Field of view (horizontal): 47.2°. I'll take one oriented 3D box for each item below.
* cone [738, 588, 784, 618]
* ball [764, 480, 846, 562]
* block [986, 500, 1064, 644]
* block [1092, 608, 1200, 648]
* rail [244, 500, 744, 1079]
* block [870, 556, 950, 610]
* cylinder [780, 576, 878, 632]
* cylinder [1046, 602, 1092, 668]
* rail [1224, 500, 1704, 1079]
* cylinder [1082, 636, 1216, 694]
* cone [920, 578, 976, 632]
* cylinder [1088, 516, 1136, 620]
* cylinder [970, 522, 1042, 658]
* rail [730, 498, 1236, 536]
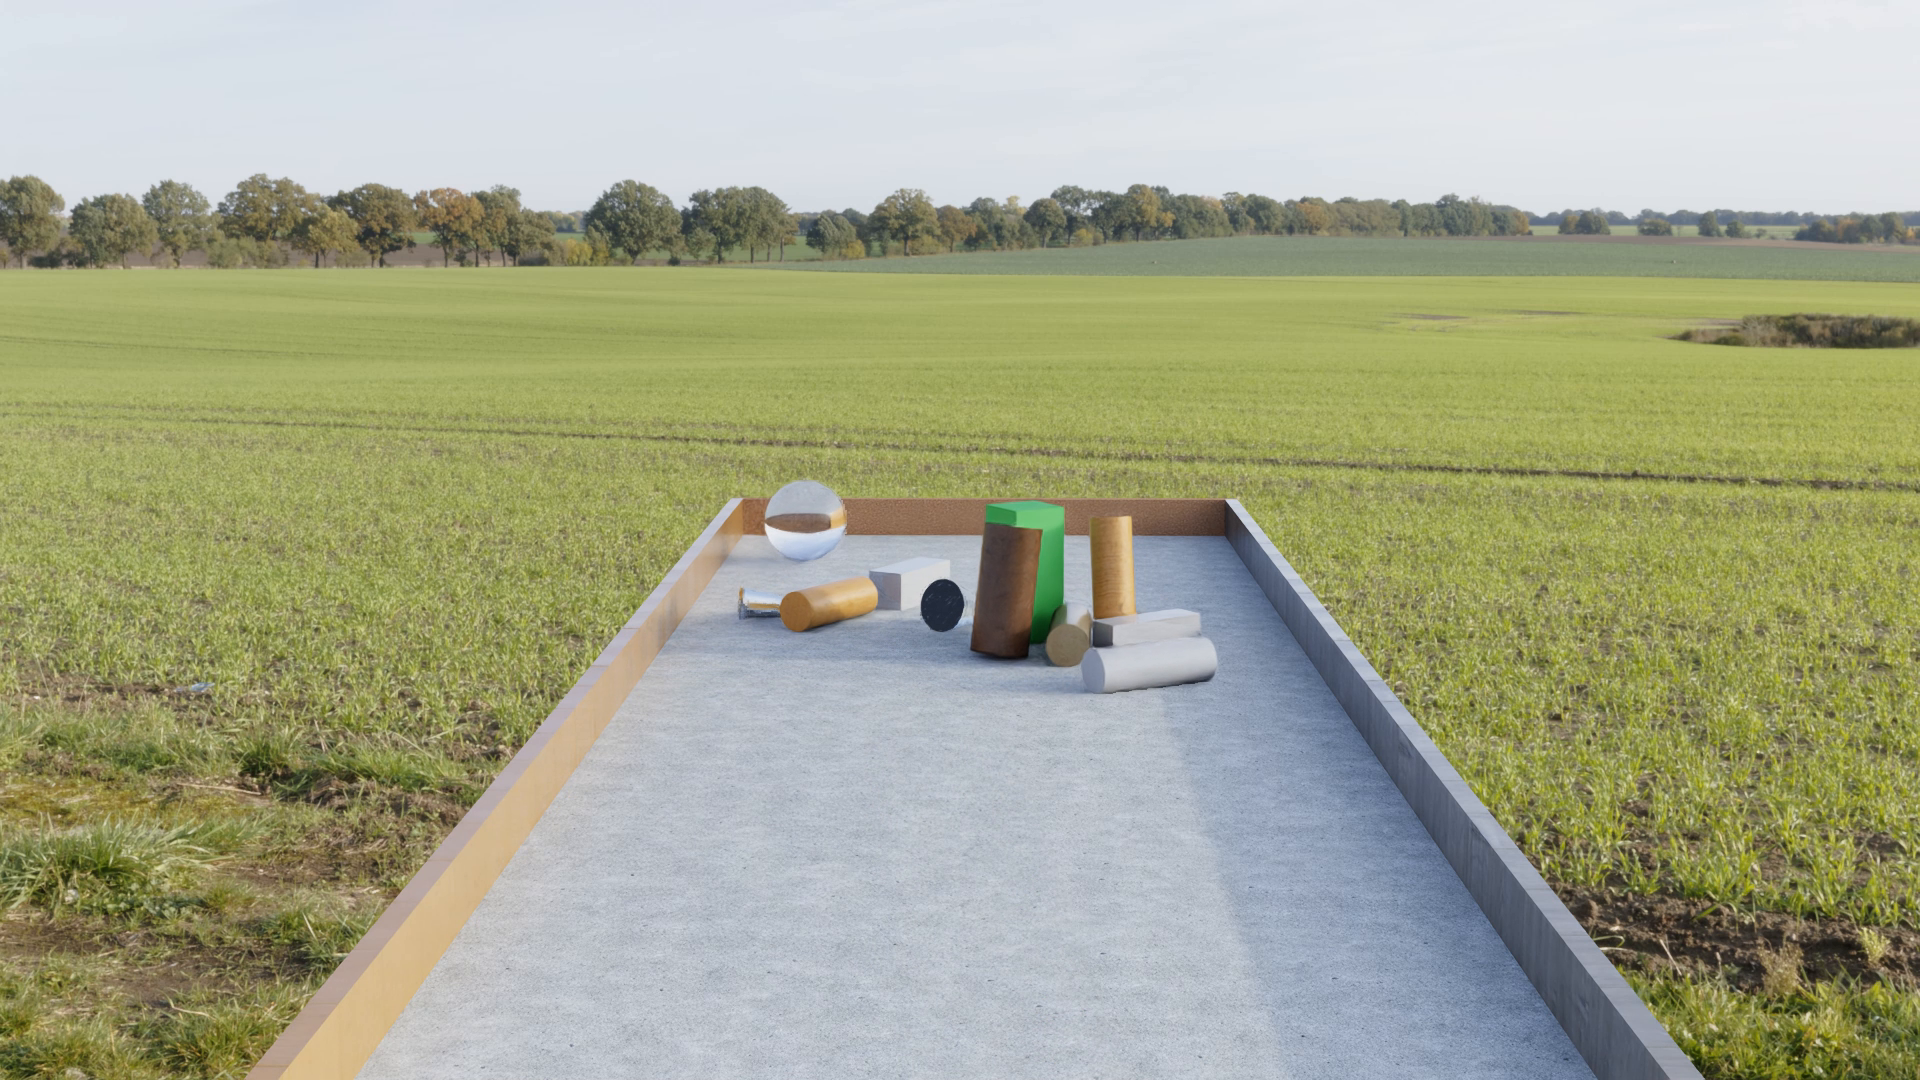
[{"bbox_3d":[-0.530,0.229,7.398,0.421,0.102,0.102,5,8,-15],"label":"cone"},{"bbox_3d":[-0.598,-0.074,8.482,0.311,0.311,0.311,0,9,0],"label":"ball"},{"bbox_3d":[0.205,0.102,6.999,0.179,0.427,0.179,-5,10,-31],"label":"block"},{"bbox_3d":[0.580,0.291,6.839,0.347,0.105,0.105,-6,11,-34],"label":"block"},{"bbox_3d":[-1.004,0.839,3.234,0.050,0.150,12.000,0,9,1],"label":"rail"},{"bbox_3d":[-0.173,0.150,7.653,0.128,0.128,0.333,5,10,29],"label":"block"},{"bbox_3d":[-0.431,0.209,7.270,0.131,0.131,0.361,6,11,34],"label":"cylinder"},{"bbox_3d":[0.338,0.288,6.773,0.131,0.131,0.368,1,9,5],"label":"cylinder"},{"bbox_3d":[1.046,0.843,3.208,0.050,0.150,12.000,0,9,1],"label":"rail"},{"bbox_3d":[0.546,0.358,6.333,0.378,0.130,0.130,-5,10,-27],"label":"cylinder"},{"bbox_3d":[0.052,0.230,7.289,0.173,0.173,0.384,6,-2,35],"label":"cone"},{"bbox_3d":[0.482,0.123,6.938,0.135,0.390,0.135,-2,0,0],"label":"cylinder"},{"bbox_3d":[0.142,0.151,6.729,0.180,0.393,0.180,6,3,0],"label":"cylinder"},{"bbox_3d":[0.099,-0.098,9.147,2.100,0.150,0.050,0,9,1],"label":"rail"}]
